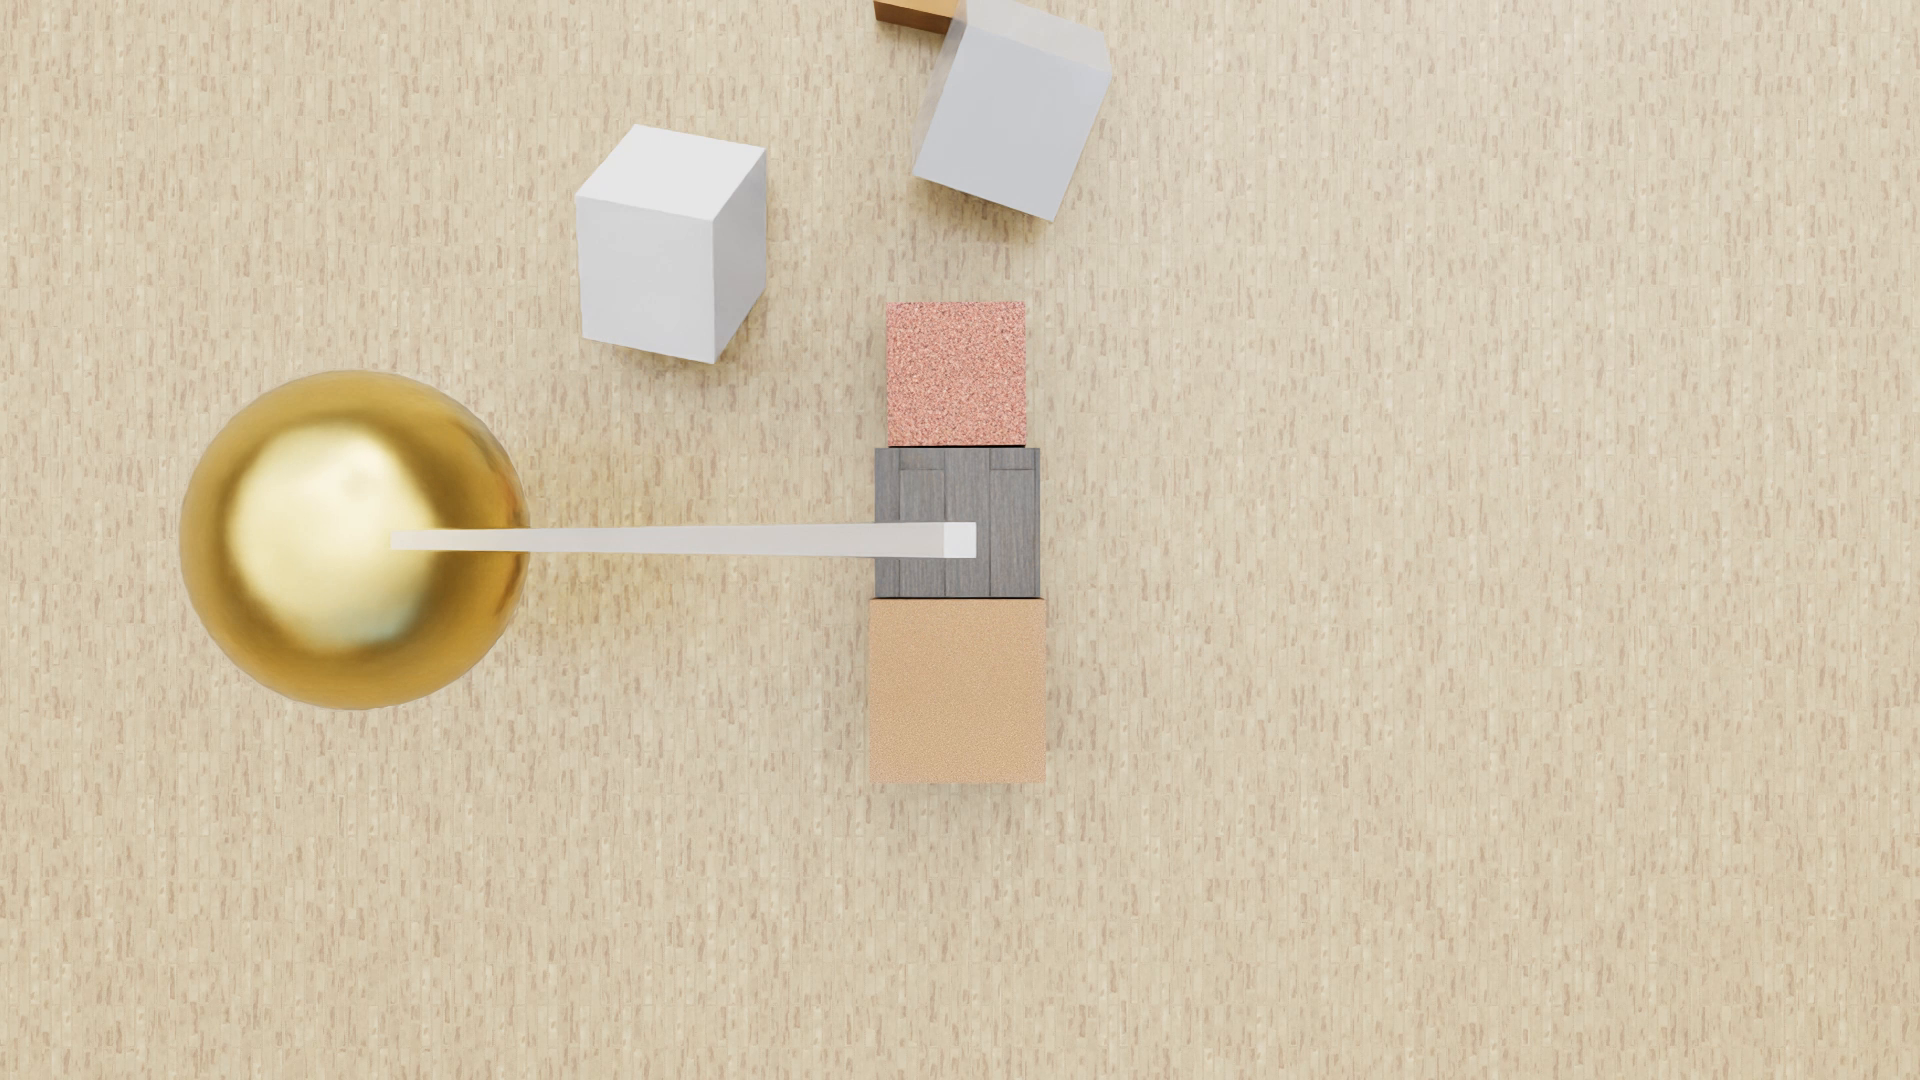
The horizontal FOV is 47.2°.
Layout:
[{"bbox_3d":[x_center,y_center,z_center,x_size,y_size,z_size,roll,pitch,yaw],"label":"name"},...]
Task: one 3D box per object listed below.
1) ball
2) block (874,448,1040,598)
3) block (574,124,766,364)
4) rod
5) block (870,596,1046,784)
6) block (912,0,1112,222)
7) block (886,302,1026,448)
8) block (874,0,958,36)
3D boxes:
[{"bbox_3d":[-2.818,0.000,10.304,1.600,1.600,1.600,0,90,0],"label":"ball"},{"bbox_3d":[-0.014,-0.097,12.607,0.920,0.787,0.829,0,90,0],"label":"block"},{"bbox_3d":[-1.600,-1.663,12.320,0.781,0.869,0.907,12,128,10],"label":"block"},{"bbox_3d":[-1.221,0.000,7.302,0.080,5.200,0.080,0,90,-28],"label":"rod"},{"bbox_3d":[-0.013,0.825,12.473,0.958,1.055,0.993,0,90,0],"label":"block"},{"bbox_3d":[0.275,-2.464,12.381,0.839,0.769,0.899,17,118,-11],"label":"block"},{"bbox_3d":[-0.020,-0.928,12.632,0.774,0.736,0.800,-1,90,0],"label":"block"},{"bbox_3d":[-0.196,-3.311,12.763,0.483,0.473,0.592,12,90,0],"label":"block"}]
